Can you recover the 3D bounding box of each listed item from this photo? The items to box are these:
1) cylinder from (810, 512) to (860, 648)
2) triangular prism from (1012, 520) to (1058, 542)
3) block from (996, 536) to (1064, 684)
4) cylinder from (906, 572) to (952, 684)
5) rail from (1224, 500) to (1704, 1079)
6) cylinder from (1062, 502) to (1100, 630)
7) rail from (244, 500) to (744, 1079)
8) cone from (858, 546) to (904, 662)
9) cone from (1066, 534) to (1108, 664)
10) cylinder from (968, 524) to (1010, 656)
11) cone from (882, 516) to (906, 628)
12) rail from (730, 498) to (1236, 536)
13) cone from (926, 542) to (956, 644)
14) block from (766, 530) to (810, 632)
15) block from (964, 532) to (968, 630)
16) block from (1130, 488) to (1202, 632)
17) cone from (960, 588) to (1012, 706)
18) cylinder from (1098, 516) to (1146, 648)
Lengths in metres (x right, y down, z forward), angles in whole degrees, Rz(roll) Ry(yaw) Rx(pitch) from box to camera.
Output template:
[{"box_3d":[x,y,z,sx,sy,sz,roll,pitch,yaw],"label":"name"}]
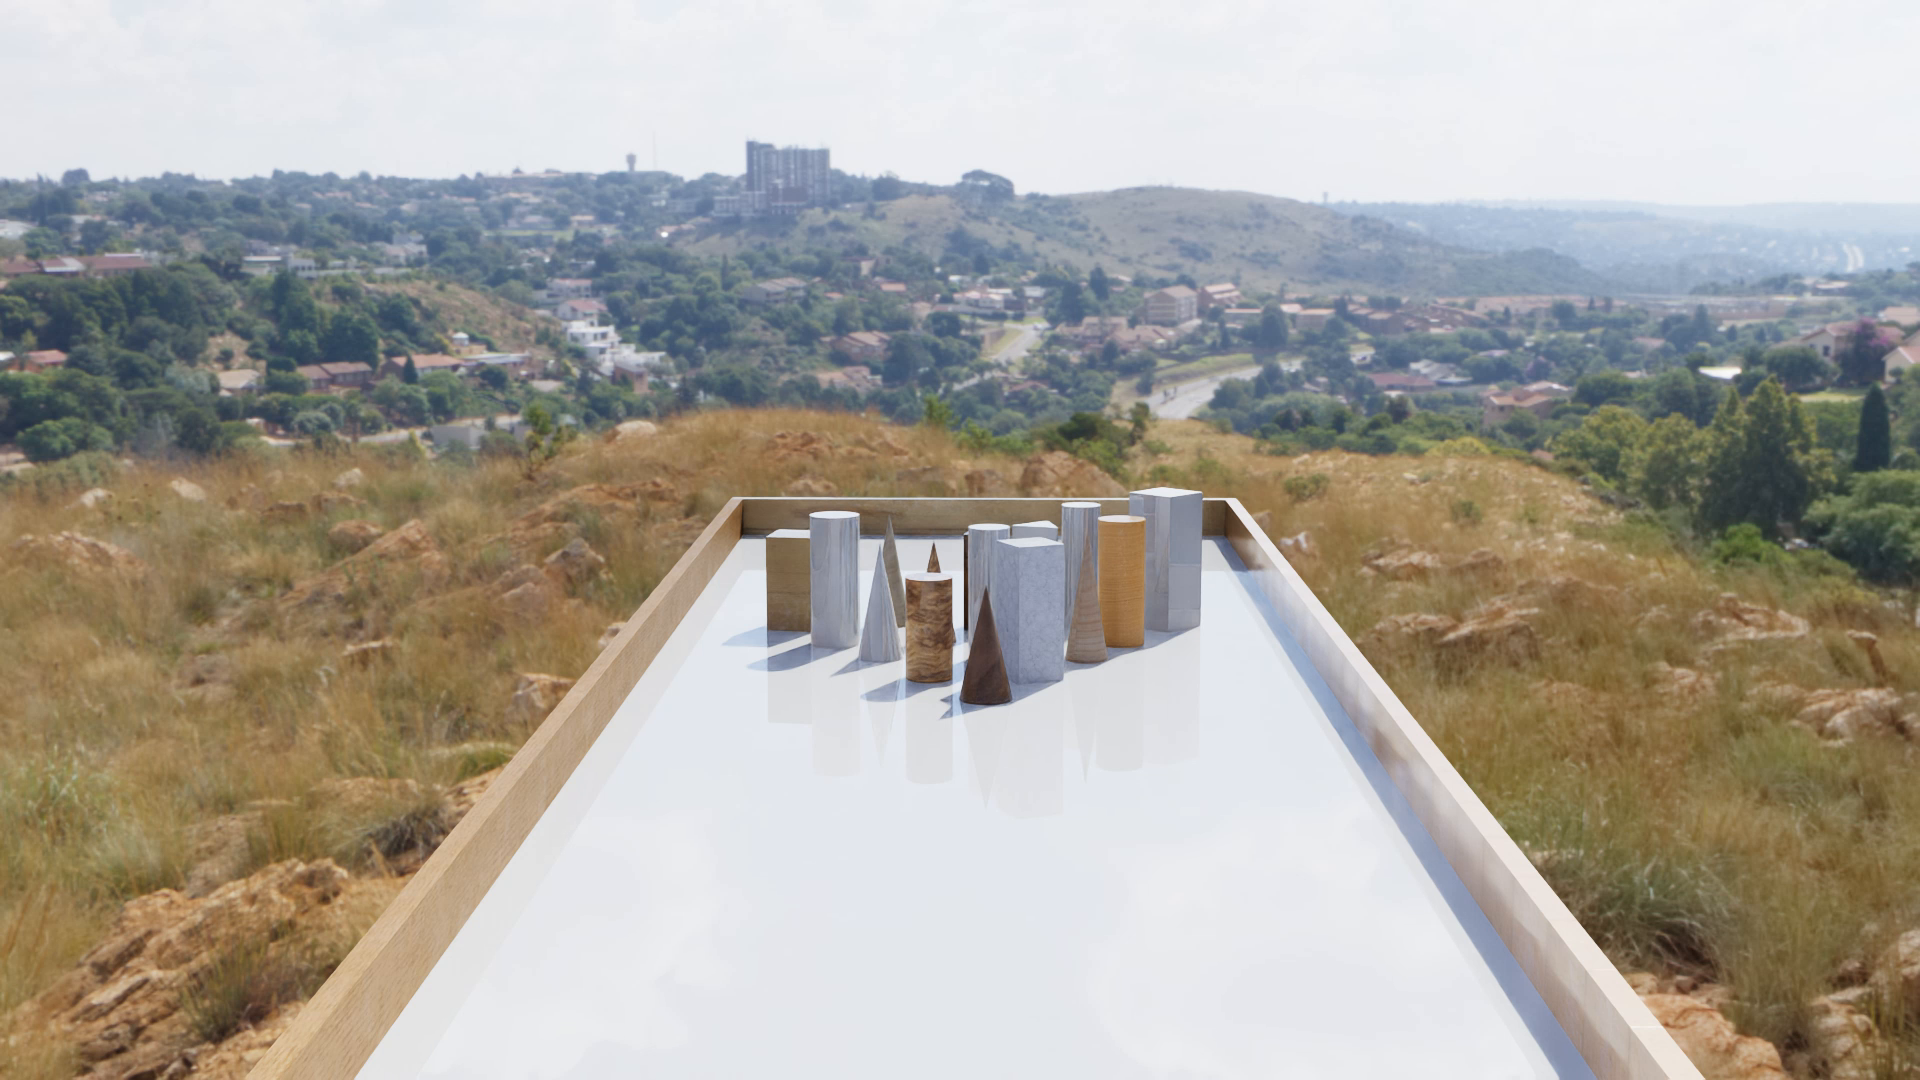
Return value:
[{"box_3d":[-0.393,0.124,6.911,0.156,0.412,0.156,0,9,0],"label":"cylinder"},{"box_3d":[0.255,0.133,6.968,0.149,0.375,0.129,3,10,19],"label":"triangular prism"},{"box_3d":[0.205,0.205,6.427,0.147,0.403,0.147,-4,10,-25],"label":"block"},{"box_3d":[-0.091,0.256,6.431,0.139,0.301,0.139,0,9,0],"label":"cylinder"},{"box_3d":[1.046,0.843,3.208,0.050,0.150,12.000,0,9,1],"label":"rail"},{"box_3d":[0.394,0.084,7.194,0.128,0.403,0.128,0,9,0],"label":"cylinder"},{"box_3d":[-1.004,0.839,3.234,0.050,0.150,12.000,0,9,1],"label":"rail"},{"box_3d":[-0.243,0.184,6.704,0.141,0.359,0.141,0,9,0],"label":"cone"},{"box_3d":[0.386,0.165,6.685,0.131,0.401,0.131,0,9,0],"label":"cone"},{"box_3d":[0.088,0.163,6.674,0.125,0.410,0.125,0,9,0],"label":"cylinder"},{"box_3d":[-0.231,0.094,7.225,0.137,0.372,0.137,0,9,0],"label":"cone"},{"box_3d":[0.099,-0.098,9.147,2.100,0.150,0.050,0,9,1],"label":"rail"},{"box_3d":[-0.083,0.159,6.961,0.145,0.327,0.145,0,9,0],"label":"cone"},{"box_3d":[-0.533,0.131,7.197,0.164,0.308,0.164,2,9,10],"label":"block"},{"box_3d":[0.074,0.131,7.179,0.106,0.314,0.106,2,9,12],"label":"block"},{"box_3d":[0.671,0.063,7.196,0.170,0.443,0.170,9,12,43],"label":"block"},{"box_3d":[0.073,0.286,6.161,0.152,0.327,0.152,0,9,0],"label":"cone"},{"box_3d":[0.507,0.130,6.919,0.150,0.398,0.150,0,9,0],"label":"cylinder"}]
